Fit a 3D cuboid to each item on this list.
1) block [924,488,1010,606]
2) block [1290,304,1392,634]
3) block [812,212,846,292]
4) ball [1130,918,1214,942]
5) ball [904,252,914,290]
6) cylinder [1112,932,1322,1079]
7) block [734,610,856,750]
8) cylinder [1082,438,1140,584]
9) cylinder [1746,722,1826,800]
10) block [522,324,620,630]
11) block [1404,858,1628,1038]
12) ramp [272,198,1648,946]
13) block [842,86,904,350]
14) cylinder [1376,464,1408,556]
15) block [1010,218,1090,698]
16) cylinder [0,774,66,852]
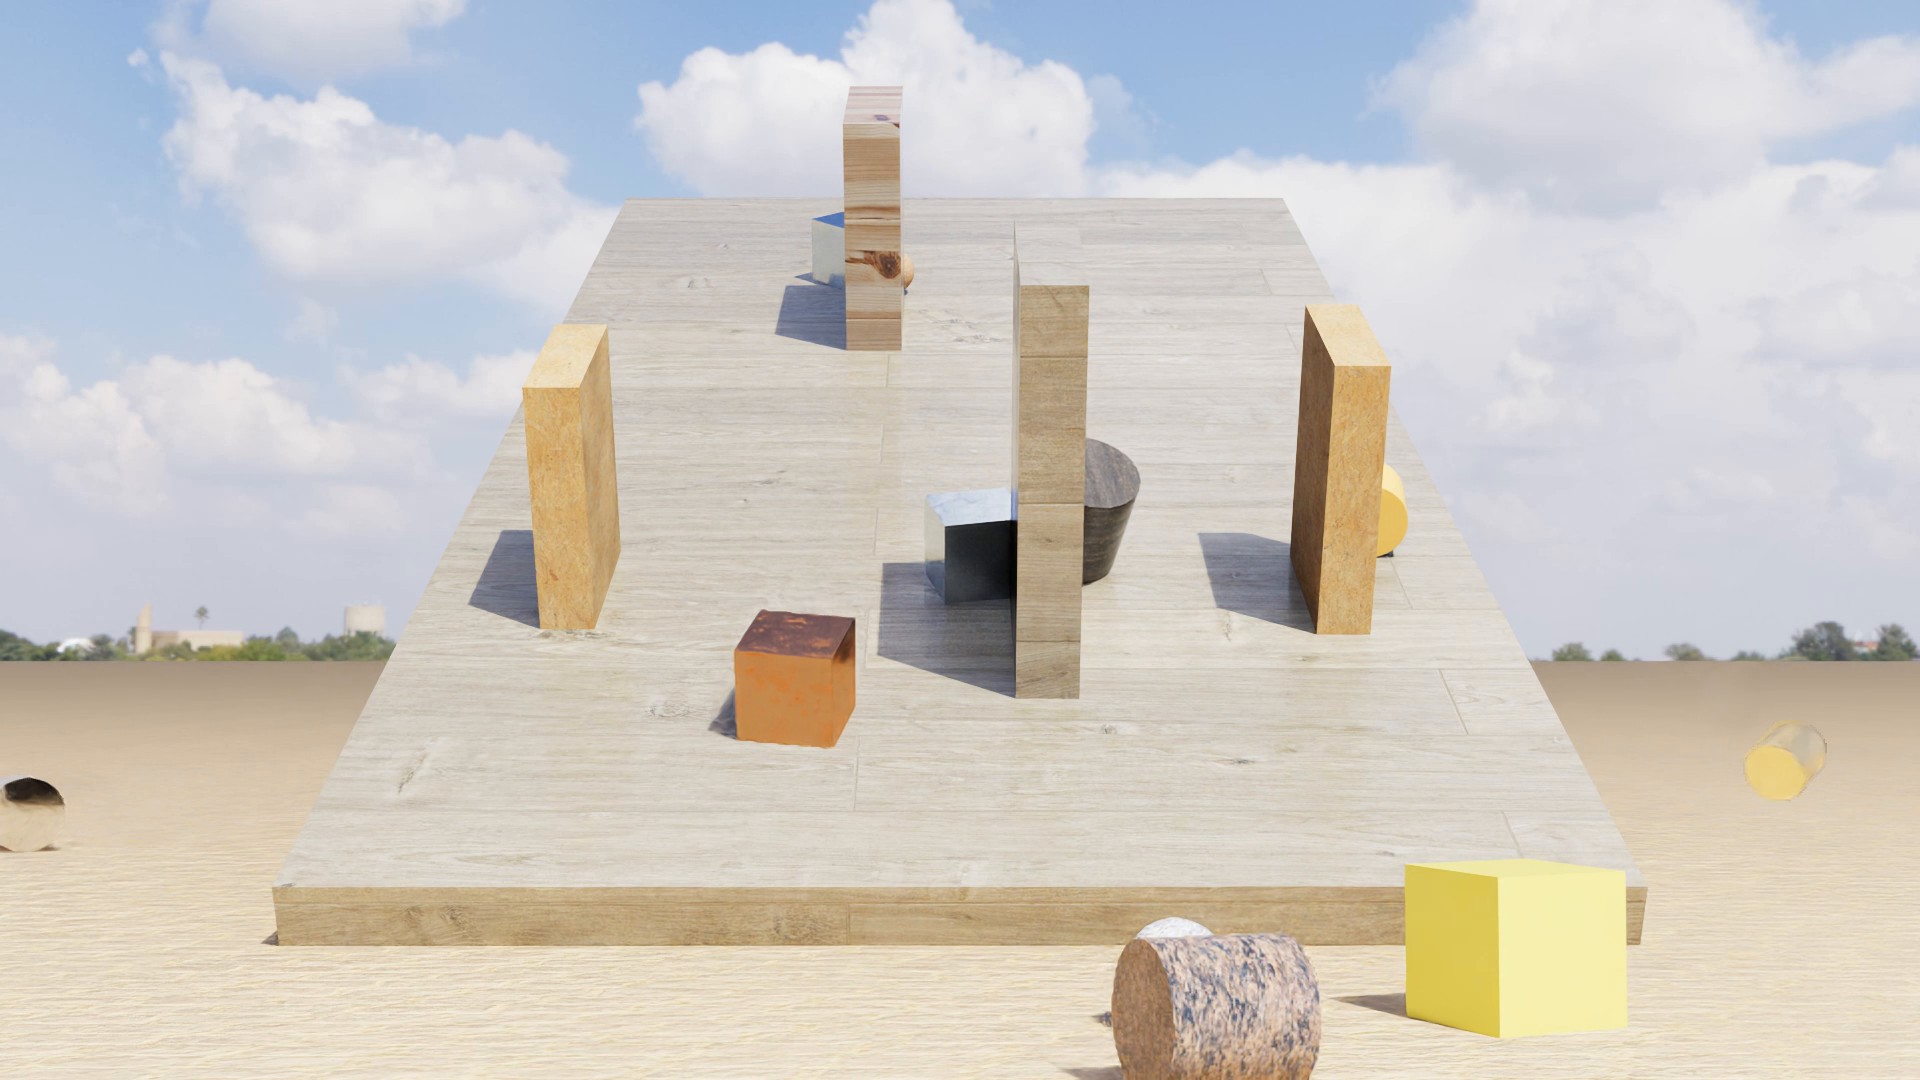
[{"bbox_3d":[0.029,0.010,4.324,0.158,0.158,0.158,-6,23,-13],"label":"block"},{"bbox_3d":[0.690,-0.134,4.218,0.097,0.508,0.359,0,23,0],"label":"block"},{"bbox_3d":[-0.275,-0.775,6.176,0.171,0.171,0.171,-20,30,-40],"label":"block"},{"bbox_3d":[0.247,0.496,2.646,0.125,0.125,0.125,0,-3,0],"label":"ball"},{"bbox_3d":[-0.180,-0.709,6.084,0.120,0.120,0.120,0,-3,0],"label":"ball"},{"bbox_3d":[0.248,0.463,2.251,0.153,0.153,0.153,1,-3,-19],"label":"cylinder"},{"bbox_3d":[-0.269,0.228,3.799,0.162,0.162,0.162,4,23,10],"label":"block"},{"bbox_3d":[0.221,-0.056,4.356,0.196,0.196,0.196,1,-46,-16],"label":"cylinder"},{"bbox_3d":[1.541,0.412,4.306,0.110,0.110,0.110,-3,17,43],"label":"cylinder"},{"bbox_3d":[-0.709,-0.121,4.243,0.098,0.461,0.360,0,23,0],"label":"block"},{"bbox_3d":[0.646,0.472,2.692,0.179,0.179,0.179,1,-3,-24],"label":"block"},{"bbox_3d":[-0.007,-0.225,5.217,2.000,0.100,4.000,0,23,0],"label":"ramp"},{"bbox_3d":[-0.211,-0.805,5.745,0.134,0.561,0.430,0,23,0],"label":"block"},{"bbox_3d":[0.798,-0.063,4.516,0.148,0.148,0.148,0,23,8],"label":"cylinder"},{"bbox_3d":[0.148,-0.146,3.963,0.108,0.727,0.414,0,23,0],"label":"block"},{"bbox_3d":[-2.059,0.599,5.070,0.160,0.160,0.160,2,-3,-28],"label":"cylinder"}]
